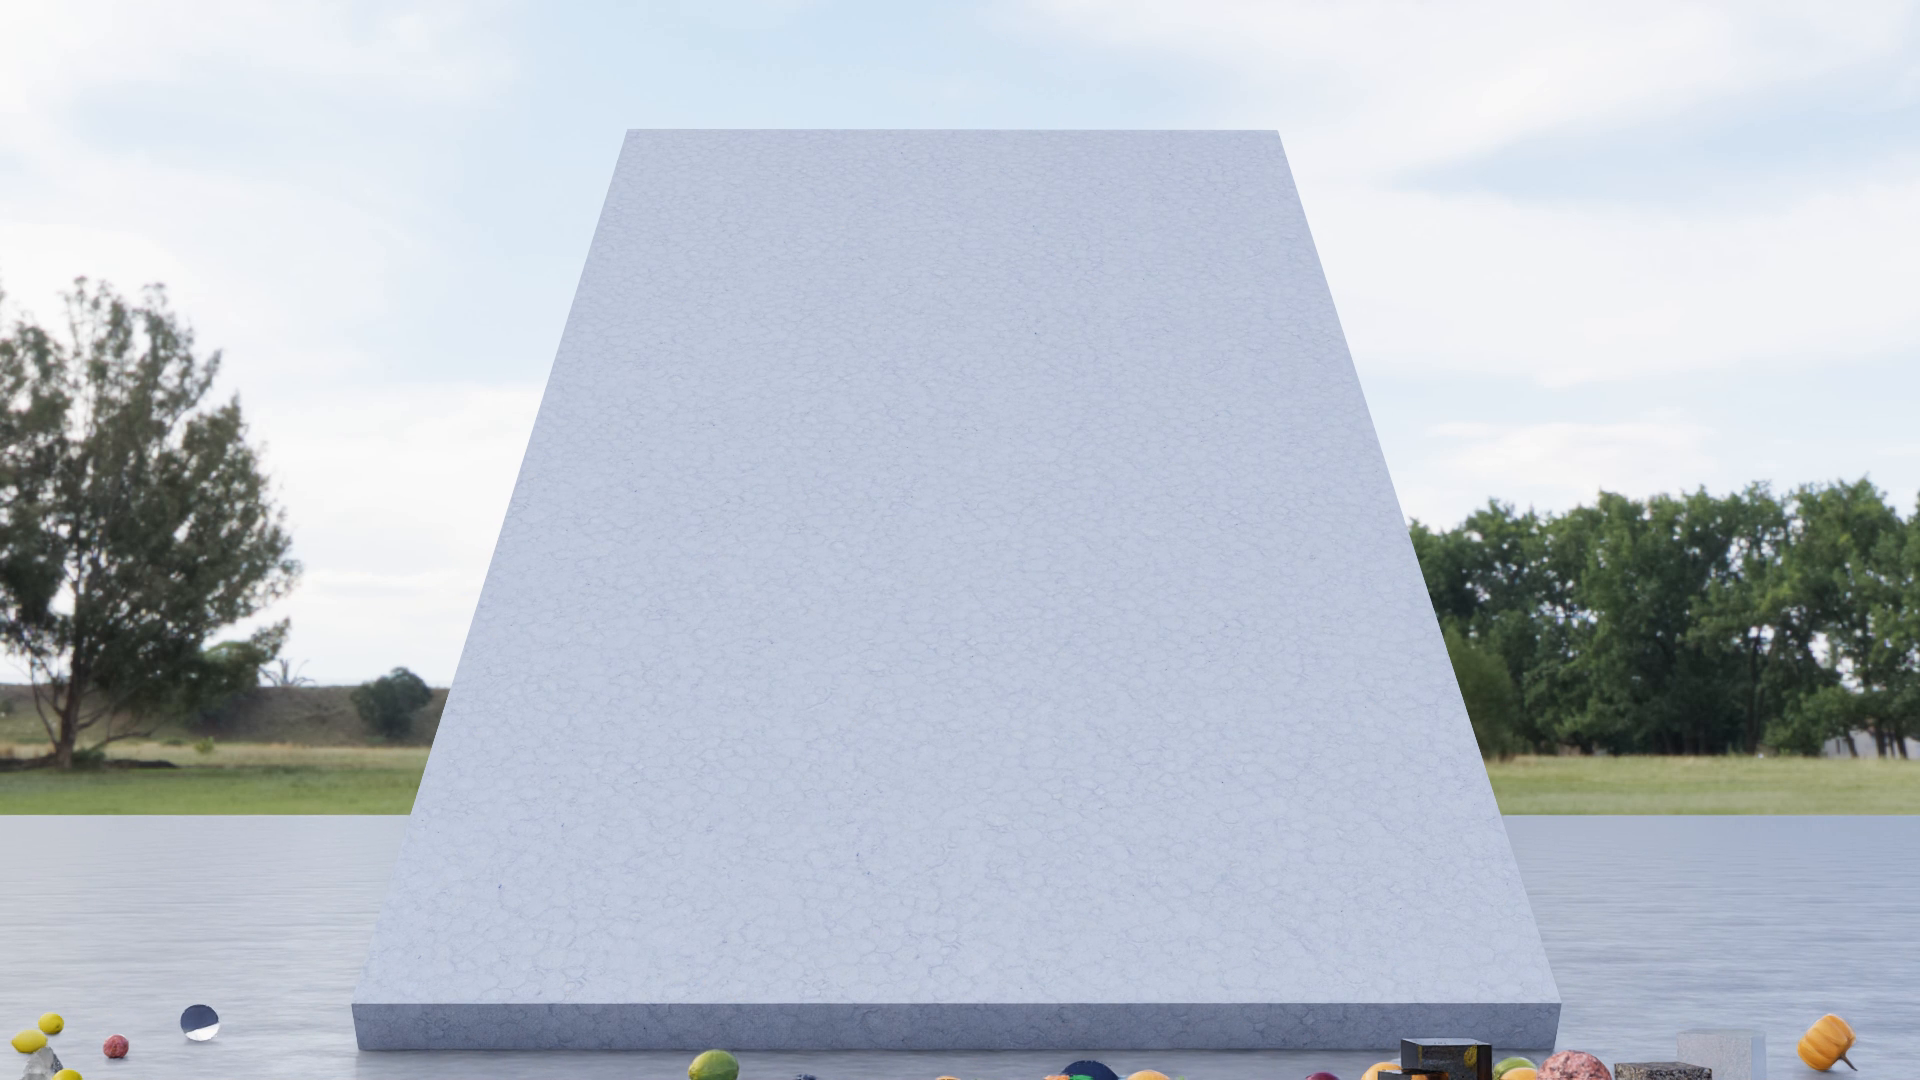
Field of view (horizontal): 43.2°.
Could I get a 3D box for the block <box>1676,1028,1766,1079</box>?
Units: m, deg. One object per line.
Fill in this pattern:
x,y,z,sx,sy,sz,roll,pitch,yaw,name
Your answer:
1.036,0.718,3.292,0.097,0.097,0.097,-4,-7,29,block

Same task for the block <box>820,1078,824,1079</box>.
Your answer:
-0.157,0.741,3.179,0.059,0.059,0.059,2,-6,-2,block

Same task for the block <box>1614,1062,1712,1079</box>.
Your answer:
0.862,0.688,2.969,0.086,0.086,0.086,1,-6,-11,block

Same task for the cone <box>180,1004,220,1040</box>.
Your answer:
-1.339,0.858,4.244,0.067,0.067,0.067,4,-34,-31,cone

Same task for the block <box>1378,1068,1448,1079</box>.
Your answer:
0.582,0.715,3.110,0.064,0.064,0.064,4,-8,-33,block

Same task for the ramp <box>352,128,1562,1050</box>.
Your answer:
-0.014,-0.206,5.750,2.000,0.100,4.000,0,30,0,ramp

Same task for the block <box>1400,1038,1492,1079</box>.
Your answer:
0.642,0.709,3.196,0.094,0.094,0.094,1,-6,-7,block

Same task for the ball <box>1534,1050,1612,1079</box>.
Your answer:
0.770,0.689,3.037,0.098,0.098,0.098,0,-6,0,ball

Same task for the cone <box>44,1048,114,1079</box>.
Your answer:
-1.225,0.761,3.361,0.092,0.092,0.092,4,-1,0,cone
